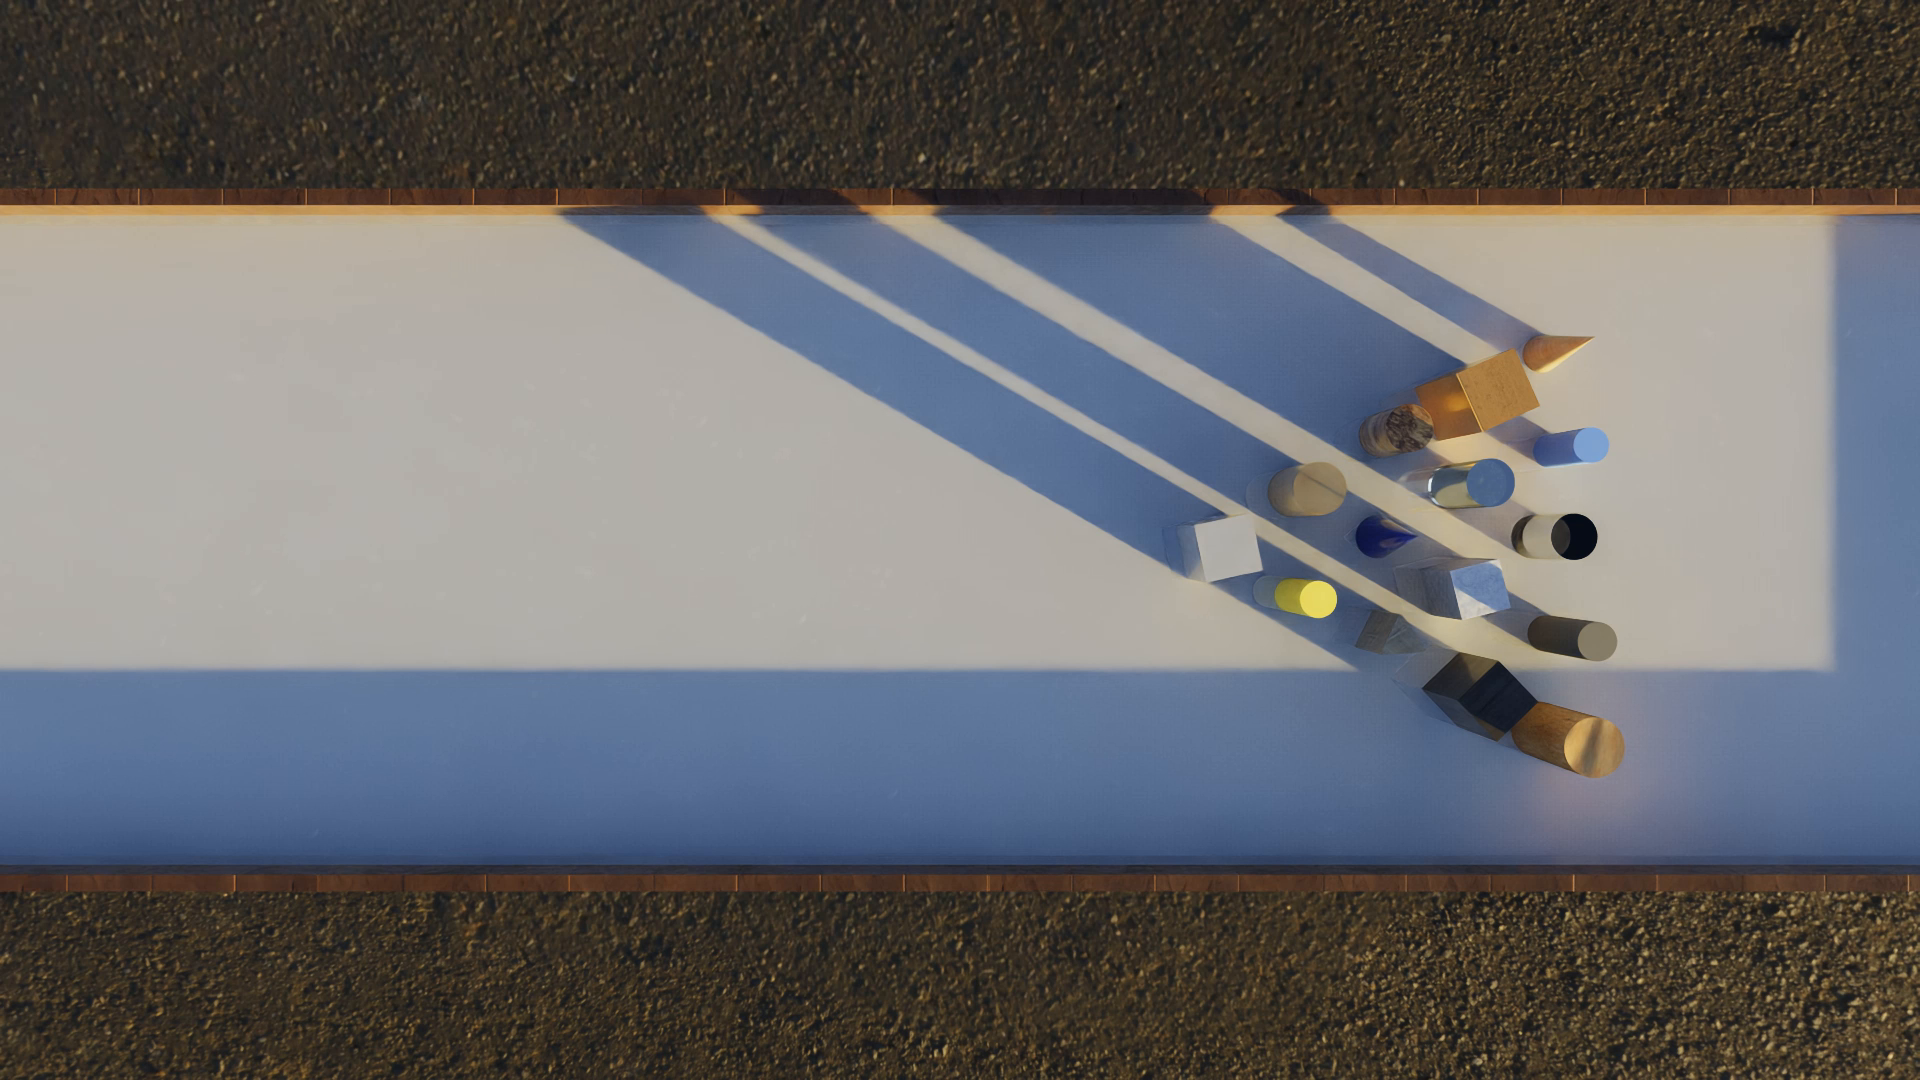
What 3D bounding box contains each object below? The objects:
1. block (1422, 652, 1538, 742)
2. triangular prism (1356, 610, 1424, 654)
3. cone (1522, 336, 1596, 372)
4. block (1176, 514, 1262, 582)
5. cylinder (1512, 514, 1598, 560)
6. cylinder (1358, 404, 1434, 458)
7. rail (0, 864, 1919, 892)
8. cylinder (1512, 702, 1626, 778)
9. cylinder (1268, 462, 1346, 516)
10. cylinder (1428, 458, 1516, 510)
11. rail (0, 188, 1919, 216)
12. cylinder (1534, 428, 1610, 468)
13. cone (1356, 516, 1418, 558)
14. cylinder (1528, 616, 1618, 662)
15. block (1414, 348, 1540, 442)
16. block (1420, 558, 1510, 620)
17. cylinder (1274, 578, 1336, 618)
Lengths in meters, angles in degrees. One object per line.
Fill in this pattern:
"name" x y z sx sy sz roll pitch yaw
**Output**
"block" 1.535 0.460 4.892 0.164 0.369 0.164 -44 90 0
"triangular prism" 1.277 0.269 4.920 0.128 0.313 0.111 -4 90 0
"cone" 1.791 -0.573 4.861 0.117 0.431 0.117 0 90 0
"block" 0.764 0.022 4.884 0.166 0.385 0.166 -12 90 0
"cylinder" 1.764 -0.009 4.905 0.135 0.342 0.135 0 90 0
"cylinder" 1.297 -0.323 4.916 0.139 0.321 0.139 0 90 0
"rail" -2.247 1.025 5.001 12.000 0.150 0.050 0 90 0
"cylinder" 1.781 0.583 4.853 0.171 0.447 0.171 0 90 0
"cylinder" 1.022 -0.147 4.880 0.152 0.394 0.152 0 90 0
"cylinder" 1.511 -0.163 4.885 0.139 0.383 0.139 0 90 0
"rail" -2.247 -1.025 5.002 12.000 0.150 0.050 0 90 0
"cylinder" 1.815 -0.273 4.909 0.103 0.335 0.103 0 90 0
"cone" 1.283 -0.010 4.848 0.132 0.457 0.132 0 90 0
"cylinder" 1.803 0.288 4.870 0.113 0.412 0.113 0 90 0
"block" 1.517 -0.423 4.862 0.180 0.429 0.180 -24 90 0
"block" 1.502 0.143 4.919 0.146 0.315 0.146 -14 90 0
"cylinder" 1.021 0.169 4.887 0.106 0.380 0.106 0 90 0
